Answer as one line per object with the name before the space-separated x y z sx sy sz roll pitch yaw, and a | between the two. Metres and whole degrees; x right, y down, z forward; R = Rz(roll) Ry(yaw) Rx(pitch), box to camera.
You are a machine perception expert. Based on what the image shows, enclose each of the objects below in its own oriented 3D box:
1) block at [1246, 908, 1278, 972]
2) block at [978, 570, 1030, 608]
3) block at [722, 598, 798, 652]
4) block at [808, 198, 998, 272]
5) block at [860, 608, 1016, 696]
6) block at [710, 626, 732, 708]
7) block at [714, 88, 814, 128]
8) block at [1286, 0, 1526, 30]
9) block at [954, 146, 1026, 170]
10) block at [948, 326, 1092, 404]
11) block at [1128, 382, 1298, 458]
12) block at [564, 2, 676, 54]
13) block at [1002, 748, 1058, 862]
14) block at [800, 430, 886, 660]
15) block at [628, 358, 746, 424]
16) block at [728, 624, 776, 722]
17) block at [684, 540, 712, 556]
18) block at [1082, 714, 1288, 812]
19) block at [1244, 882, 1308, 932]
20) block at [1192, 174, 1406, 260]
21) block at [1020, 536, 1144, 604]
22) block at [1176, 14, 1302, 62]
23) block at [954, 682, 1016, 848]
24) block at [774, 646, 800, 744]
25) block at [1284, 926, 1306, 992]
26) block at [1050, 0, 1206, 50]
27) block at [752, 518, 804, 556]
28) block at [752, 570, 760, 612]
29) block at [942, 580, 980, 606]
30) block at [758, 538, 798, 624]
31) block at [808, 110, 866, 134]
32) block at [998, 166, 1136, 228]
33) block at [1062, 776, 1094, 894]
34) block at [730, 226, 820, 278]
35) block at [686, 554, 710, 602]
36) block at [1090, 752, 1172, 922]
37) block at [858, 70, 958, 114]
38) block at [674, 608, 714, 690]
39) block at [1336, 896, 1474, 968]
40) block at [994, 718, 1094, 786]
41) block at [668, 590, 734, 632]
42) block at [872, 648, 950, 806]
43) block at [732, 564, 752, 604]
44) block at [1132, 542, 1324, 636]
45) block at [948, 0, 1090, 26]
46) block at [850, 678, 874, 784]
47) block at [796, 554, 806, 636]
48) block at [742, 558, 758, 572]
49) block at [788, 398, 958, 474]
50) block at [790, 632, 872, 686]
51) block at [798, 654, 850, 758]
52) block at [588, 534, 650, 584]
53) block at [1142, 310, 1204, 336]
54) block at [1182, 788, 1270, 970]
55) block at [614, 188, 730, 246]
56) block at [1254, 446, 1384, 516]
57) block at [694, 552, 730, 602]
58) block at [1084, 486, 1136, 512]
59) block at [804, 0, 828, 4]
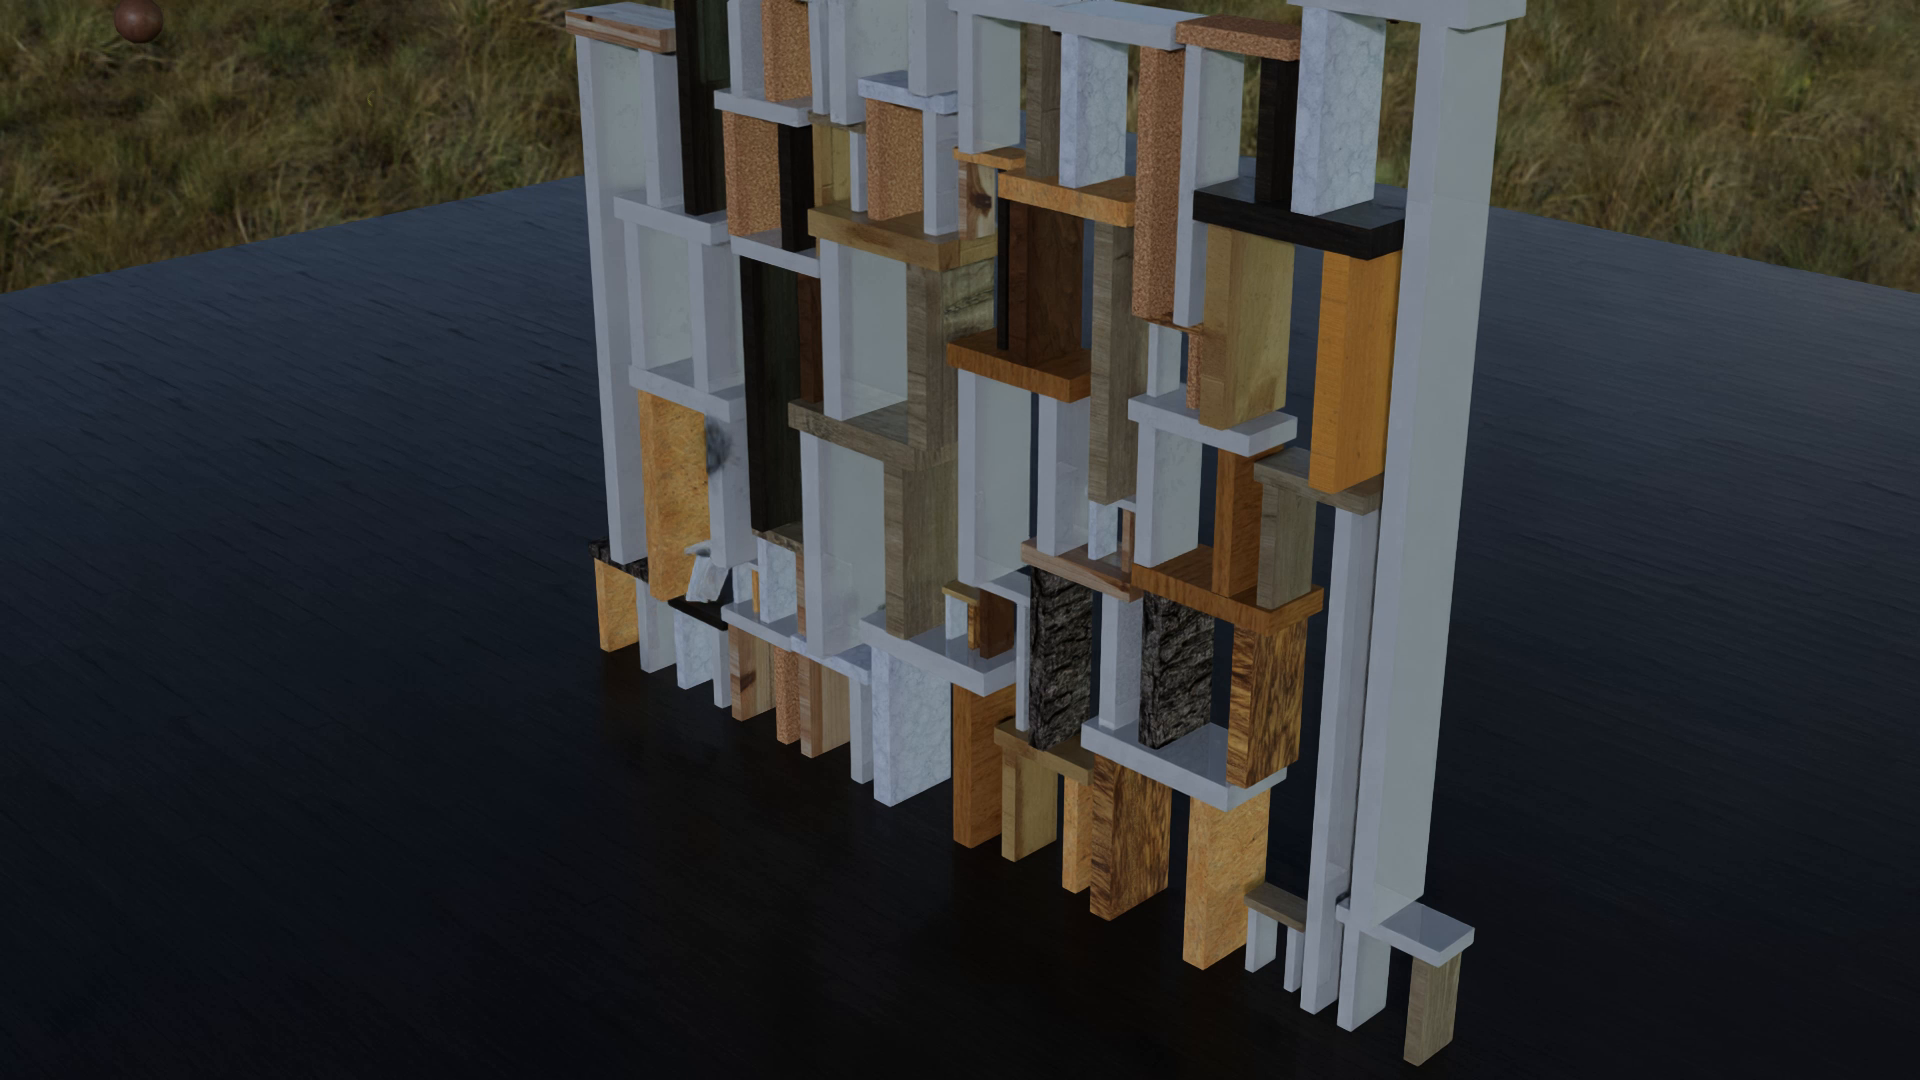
block | 0.541 0.704 3.937 0.018 0.130 0.065 21 31 41
block | 0.103 0.087 4.148 0.144 0.020 0.072 21 31 40
block | -0.396 0.174 4.725 0.228 0.032 0.114 21 31 41
block | -0.100 -0.574 4.082 0.176 0.050 0.353 -21 31 -40
block | -0.016 0.204 4.331 0.346 0.049 0.173 21 31 41
block | -0.502 0.267 4.882 0.028 0.195 0.098 21 31 41
block | -0.348 -0.841 4.242 0.247 0.035 0.123 21 31 41
block | 0.645 -0.790 3.185 0.308 0.044 0.154 21 31 41
block | 0.064 -0.675 3.864 0.143 0.020 0.072 21 31 40
block | 0.135 -0.318 3.941 0.299 0.042 0.149 21 31 40
block | 0.420 -0.204 3.675 0.129 0.036 0.257 -21 31 -41
block | -0.644 -1.046 4.479 0.159 0.045 0.319 -21 31 -40
block | 0.136 0.495 4.285 0.034 0.241 0.121 21 31 41
block | -0.234 -0.010 4.471 0.180 0.485 0.051 -21 31 -41
block | -0.532 -0.331 4.664 0.169 0.048 0.338 -21 31 -41
block | -0.450 0.273 4.826 0.032 0.228 0.114 21 31 41
block | -0.553 0.017 4.786 0.053 0.015 0.105 1 -11 -31
block | 0.400 0.378 3.945 0.338 0.048 0.169 21 31 41
block | 0.571 0.647 3.880 0.130 0.018 0.065 21 31 41
block | 0.546 -0.507 3.422 0.168 0.048 0.336 -21 31 -41
block | 0.249 0.039 3.966 0.261 0.037 0.131 21 31 40
block | 0.453 -0.777 3.396 0.220 0.031 0.110 21 31 40
block | 0.065 0.418 4.333 0.049 0.346 0.173 21 31 41
block | -0.343 0.315 4.727 0.032 0.228 0.114 21 31 41
block | 0.602 0.727 3.880 0.018 0.130 0.065 21 31 41
block | 0.283 -0.835 3.557 0.254 0.036 0.127 21 31 40
block | -0.341 -0.012 4.594 0.092 0.026 0.184 -21 31 -40
block | -0.423 0.103 4.728 0.014 0.098 0.049 21 31 40
block | 0.015 0.102 4.248 0.094 0.013 0.047 21 31 40
block | -0.384 0.072 4.676 0.026 0.194 0.092 21 31 41
block | -0.206 -0.786 4.103 0.075 0.021 0.150 -21 31 -40
block | 0.220 -0.590 3.728 0.292 0.041 0.146 21 31 41
block | 0.250 0.540 4.180 0.034 0.241 0.121 21 31 41
block | -0.317 -0.571 4.329 0.260 0.037 0.130 21 31 41
block | -0.567 0.085 4.840 0.053 0.105 0.015 4 16 -43
block | 0.320 0.524 4.093 0.048 0.338 0.169 21 31 41
block | -0.067 -0.806 3.952 0.112 0.032 0.223 -21 31 -40
block | -0.595 0.231 4.967 0.028 0.195 0.098 21 31 41
block | 0.744 0.643 3.684 0.205 0.029 0.103 21 31 41
block | 0.193 0.391 4.179 0.241 0.034 0.121 21 31 41
block | -0.550 0.146 4.881 0.098 0.028 0.195 -21 31 -40
block | -0.098 0.354 4.483 0.049 0.346 0.173 21 31 41
block | -0.469 0.085 4.770 0.014 0.098 0.049 22 31 40
block | 0.456 0.079 3.769 0.299 0.042 0.149 21 31 41
block | 0.108 -0.909 3.724 0.242 0.034 0.121 21 31 40
block | -0.173 0.377 4.569 0.118 0.237 0.034 -21 31 -41
block | -0.298 0.101 4.595 0.092 0.184 0.026 -21 31 -41
block | -0.446 0.042 4.727 0.098 0.014 0.049 21 31 40
block | -0.149 -0.224 4.288 0.180 0.051 0.360 -21 31 -40
block | -0.229 0.231 4.567 0.118 0.034 0.237 -21 31 -41
block | -0.285 0.334 4.671 0.034 0.237 0.118 21 31 41
block | -0.736 0.036 5.042 0.231 0.033 0.116 21 31 41
block | 0.374 -0.368 3.661 0.065 0.018 0.130 -21 31 -40
block | 0.479 0.586 3.947 0.048 0.337 0.169 21 31 41
block | -0.553 -0.673 4.533 0.160 0.045 0.319 -21 31 -40
block | 0.591 -0.096 3.536 0.108 0.031 0.216 -21 31 -41
block | -0.533 0.078 4.774 0.053 0.105 0.015 21 1 -43
block | 0.283 -0.079 3.875 0.118 0.017 0.059 21 31 40
block | -0.281 -1.026 4.085 0.099 0.028 0.199 -21 30 -40
